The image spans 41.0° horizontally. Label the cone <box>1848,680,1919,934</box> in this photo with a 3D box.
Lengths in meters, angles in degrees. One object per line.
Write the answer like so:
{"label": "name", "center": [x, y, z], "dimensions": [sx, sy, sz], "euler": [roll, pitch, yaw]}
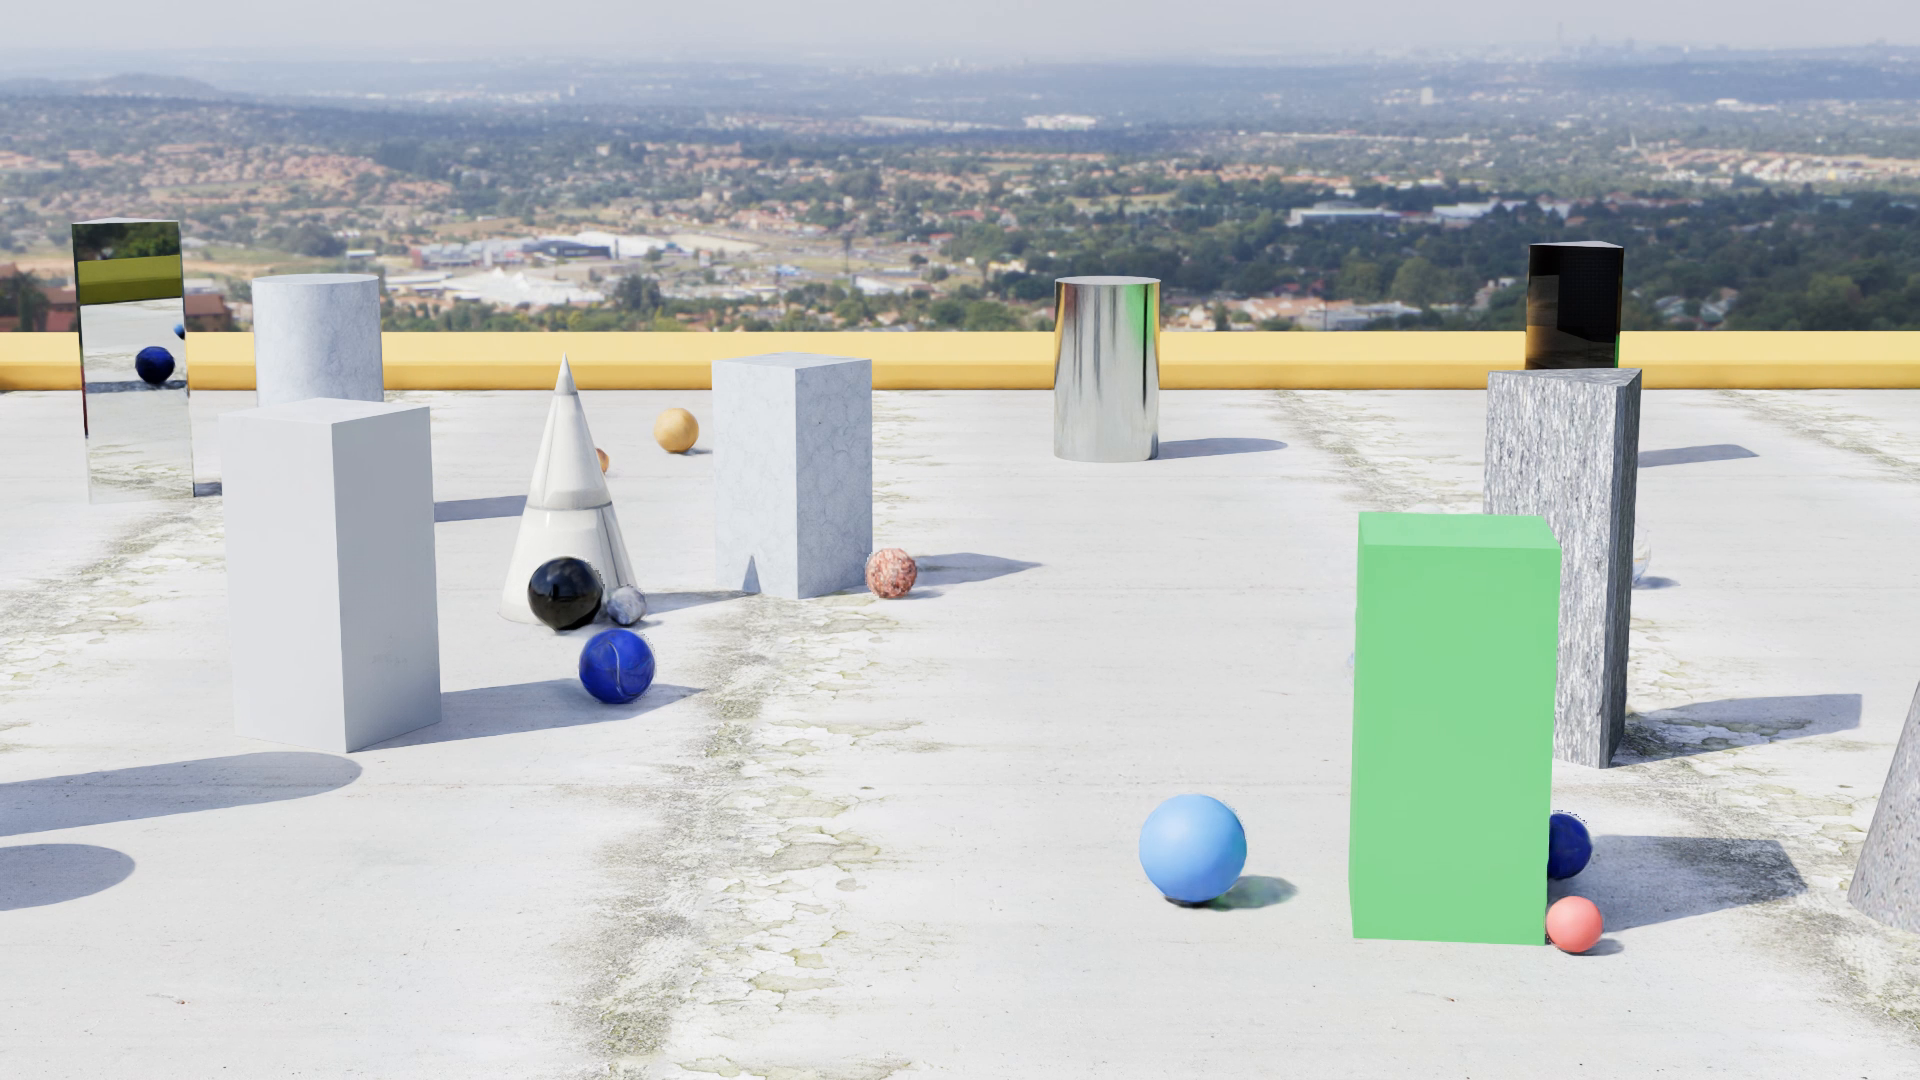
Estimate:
{"label": "cone", "center": [0.882, 0.116, 2.210], "dimensions": [0.198, 0.419, 0.198], "euler": [0, 10, 0]}

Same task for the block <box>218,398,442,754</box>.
{"label": "block", "center": [-0.690, 0.034, 2.822], "dimensions": [0.158, 0.357, 0.158], "euler": [6, 12, 28]}

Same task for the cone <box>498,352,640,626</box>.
{"label": "cone", "center": [-0.525, -0.078, 3.439], "dimensions": [0.198, 0.353, 0.198], "euler": [0, 10, 0]}

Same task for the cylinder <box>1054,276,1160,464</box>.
{"label": "cylinder", "center": [0.276, -0.323, 4.824], "dimensions": [0.198, 0.330, 0.198], "euler": [0, 10, 0]}

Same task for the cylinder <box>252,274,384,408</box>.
{"label": "cylinder", "center": [-1.026, -0.223, 4.118], "dimensions": [0.198, 0.392, 0.198], "euler": [0, 10, 0]}

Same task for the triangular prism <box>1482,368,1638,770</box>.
{"label": "triangular prism", "center": [0.676, 0.021, 2.763], "dimensions": [0.148, 0.404, 0.171], "euler": [-9, 14, -39]}

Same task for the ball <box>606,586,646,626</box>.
{"label": "ball", "center": [-0.438, 0.087, 3.374], "dimensions": [0.051, 0.051, 0.051], "euler": [0, 10, 0]}

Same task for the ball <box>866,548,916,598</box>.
{"label": "ball", "center": [-0.095, 0.045, 3.552], "dimensions": [0.070, 0.070, 0.070], "euler": [0, 10, 0]}

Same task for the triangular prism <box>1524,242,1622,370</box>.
{"label": "triangular prism", "center": [1.148, -0.345, 4.737], "dimensions": [0.171, 0.404, 0.148], "euler": [6, 12, 29]}

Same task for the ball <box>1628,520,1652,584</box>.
{"label": "ball", "center": [0.927, 0.016, 3.627], "dimensions": [0.099, 0.099, 0.099], "euler": [0, 10, 0]}

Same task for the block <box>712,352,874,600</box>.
{"label": "block", "center": [-0.235, -0.095, 3.619], "dimensions": [0.158, 0.320, 0.158], "euler": [8, 13, 38]}

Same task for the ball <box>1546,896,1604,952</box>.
{"label": "ball", "center": [0.511, 0.320, 2.134], "dimensions": [0.046, 0.046, 0.046], "euler": [0, 10, 0]}

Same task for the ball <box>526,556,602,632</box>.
{"label": "ball", "center": [-0.513, 0.069, 3.328], "dimensions": [0.098, 0.098, 0.098], "euler": [0, 10, 0]}

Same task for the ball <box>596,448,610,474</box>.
{"label": "ball", "center": [-0.653, -0.139, 4.596], "dimensions": [0.051, 0.051, 0.051], "euler": [0, 10, 0]}

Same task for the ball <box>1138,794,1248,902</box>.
{"label": "ball", "center": [0.205, 0.271, 2.260], "dimensions": [0.095, 0.095, 0.095], "euler": [0, 10, 0]}

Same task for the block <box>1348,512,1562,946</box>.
{"label": "block", "center": [0.421, 0.158, 2.205], "dimensions": [0.158, 0.338, 0.158], "euler": [1, 11, 7]}

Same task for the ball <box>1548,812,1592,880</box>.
{"label": "ball", "center": [0.539, 0.276, 2.311], "dimensions": [0.060, 0.060, 0.060], "euler": [0, 10, 0]}

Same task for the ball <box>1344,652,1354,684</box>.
{"label": "ball", "center": [0.480, 0.151, 3.041], "dimensions": [0.047, 0.047, 0.047], "euler": [0, 10, 0]}

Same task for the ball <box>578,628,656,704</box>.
{"label": "ball", "center": [-0.396, 0.145, 2.960], "dimensions": [0.089, 0.089, 0.089], "euler": [0, 10, 0]}

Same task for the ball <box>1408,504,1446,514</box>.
{"label": "ball", "center": [0.698, -0.014, 3.843], "dimensions": [0.079, 0.079, 0.079], "euler": [0, 10, 0]}

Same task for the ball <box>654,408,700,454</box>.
{"label": "ball", "center": [-0.539, -0.208, 4.872], "dimensions": [0.087, 0.087, 0.087], "euler": [0, 10, 0]}

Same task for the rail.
{"label": "rail", "center": [-0.014, -0.403, 5.807], "dimensions": [4.465, 0.129, 0.045], "euler": [0, 10, 0]}

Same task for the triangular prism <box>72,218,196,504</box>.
{"label": "triangular prism", "center": [-1.416, -0.309, 4.368], "dimensions": [0.171, 0.469, 0.148], "euler": [-5, 12, -25]}
